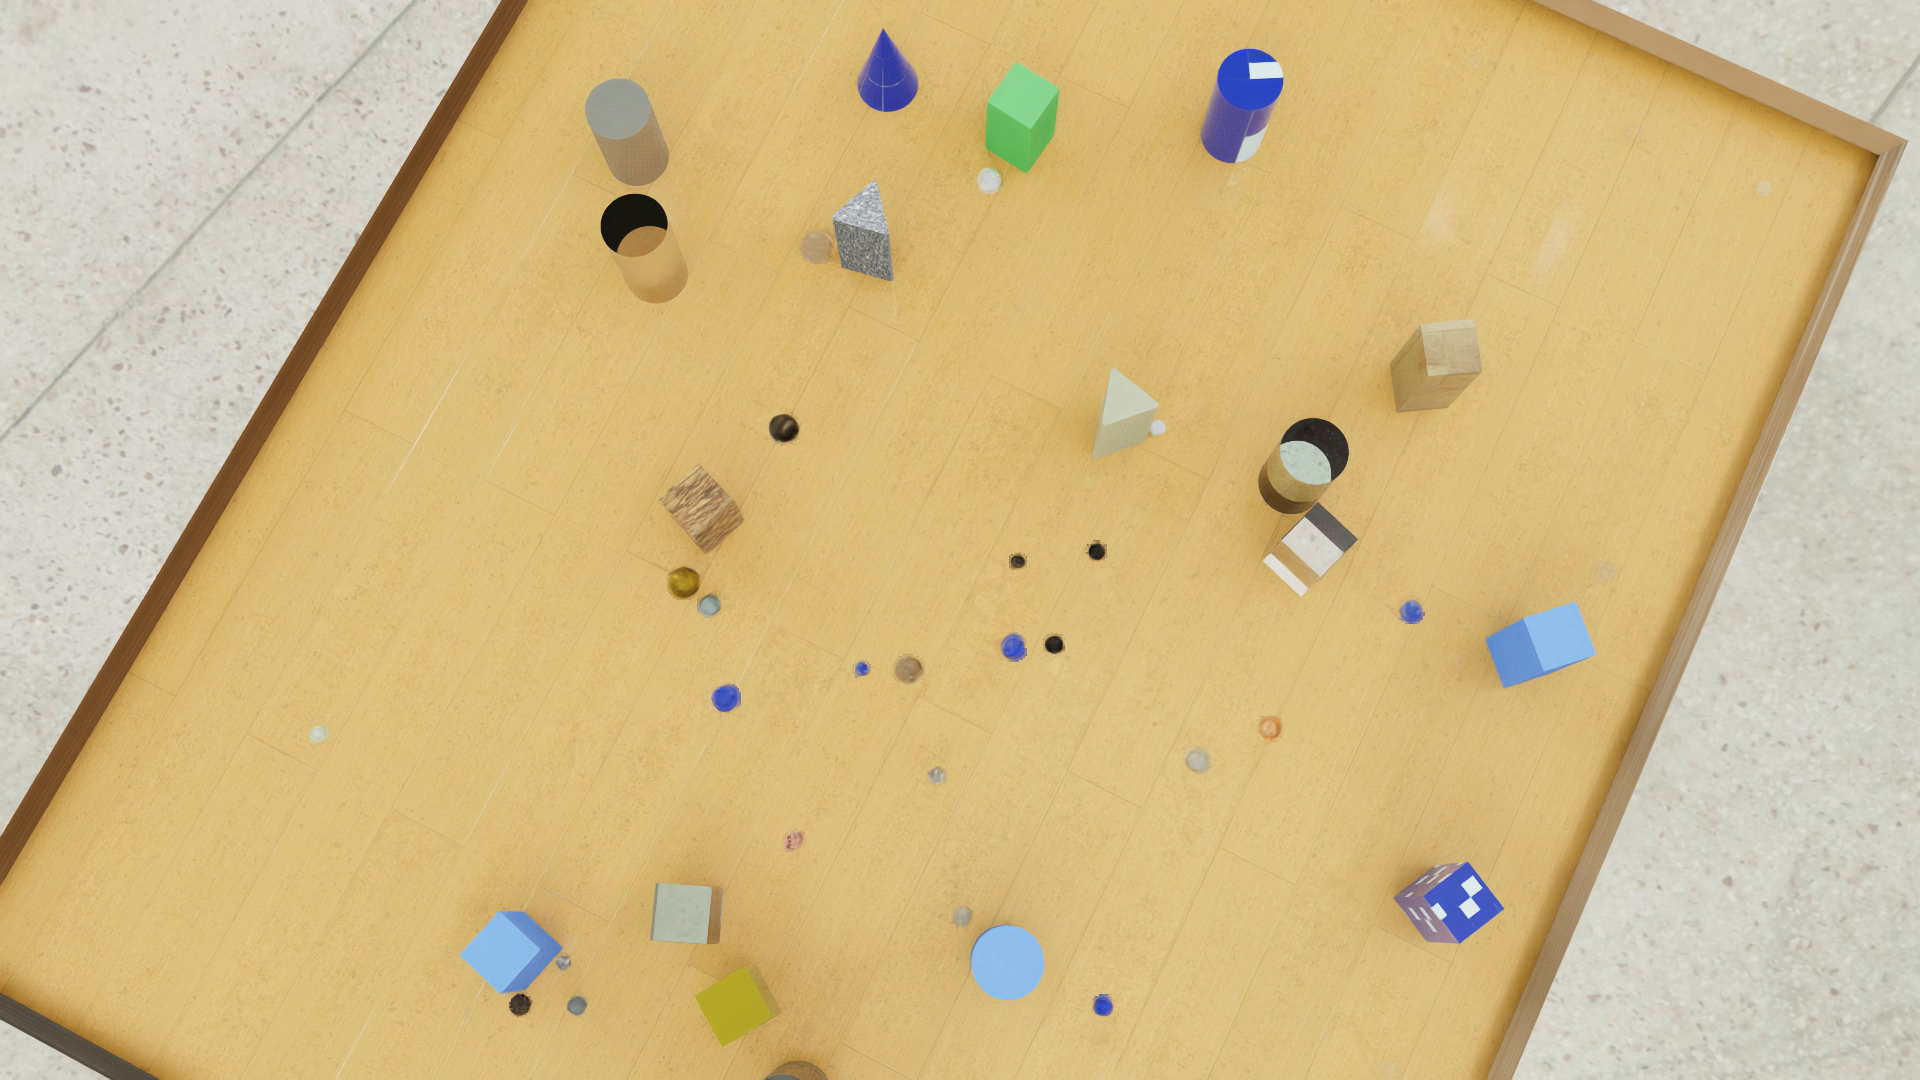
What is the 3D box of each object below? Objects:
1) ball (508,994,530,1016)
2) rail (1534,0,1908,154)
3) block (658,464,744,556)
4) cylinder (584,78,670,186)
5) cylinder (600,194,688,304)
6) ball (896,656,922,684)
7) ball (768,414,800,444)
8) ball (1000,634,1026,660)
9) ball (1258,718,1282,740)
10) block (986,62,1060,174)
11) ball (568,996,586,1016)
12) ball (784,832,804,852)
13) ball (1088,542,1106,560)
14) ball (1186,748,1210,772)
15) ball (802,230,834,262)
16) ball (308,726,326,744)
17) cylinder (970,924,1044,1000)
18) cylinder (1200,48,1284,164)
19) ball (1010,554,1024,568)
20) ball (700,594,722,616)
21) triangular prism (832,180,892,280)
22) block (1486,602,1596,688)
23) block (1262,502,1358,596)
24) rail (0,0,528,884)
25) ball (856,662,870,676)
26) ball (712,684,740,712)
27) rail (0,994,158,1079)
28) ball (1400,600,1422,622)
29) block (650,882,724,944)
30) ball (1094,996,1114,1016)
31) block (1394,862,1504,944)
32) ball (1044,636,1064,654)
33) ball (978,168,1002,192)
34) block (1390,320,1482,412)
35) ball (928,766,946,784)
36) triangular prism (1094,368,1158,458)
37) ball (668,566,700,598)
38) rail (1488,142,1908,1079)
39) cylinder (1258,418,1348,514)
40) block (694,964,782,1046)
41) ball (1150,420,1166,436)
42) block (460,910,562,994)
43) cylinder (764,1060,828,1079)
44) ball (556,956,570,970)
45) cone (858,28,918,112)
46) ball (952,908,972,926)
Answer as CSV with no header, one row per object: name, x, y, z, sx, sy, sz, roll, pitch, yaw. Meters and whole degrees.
ball,-1.274,1.346,5.306,0.062,0.062,0.062,0,78,0
rail,1.093,-2.135,5.992,4.183,0.129,0.045,26,80,5
block,-0.772,-0.089,5.501,0.159,0.264,0.159,-43,81,-8
cylinder,-1.031,-1.263,5.696,0.199,0.356,0.199,0,78,0
cylinder,-0.958,-0.883,5.588,0.199,0.414,0.199,0,78,0
ball,-0.153,0.391,5.494,0.082,0.082,0.082,0,78,0
ball,-0.542,-0.344,5.641,0.093,0.093,0.093,0,78,0
ball,0.160,0.323,5.511,0.076,0.076,0.076,0,78,0
ball,0.924,0.563,5.465,0.068,0.068,0.068,0,78,0
block,0.192,-1.313,5.715,0.159,0.340,0.159,33,80,6
ball,-1.110,1.349,5.309,0.055,0.055,0.055,0,78,0
ball,-0.489,0.888,5.403,0.059,0.059,0.059,0,78,0
ball,0.417,0.036,5.582,0.054,0.054,0.054,0,78,0
ball,0.706,0.656,5.445,0.069,0.069,0.069,0,78,0
ball,-0.447,-0.921,5.757,0.099,0.099,0.099,0,78,0
ball,-1.918,0.581,5.469,0.053,0.053,0.053,0,78,0
cylinder,0.130,1.187,5.168,0.199,0.397,0.199,0,78,0
cylinder,0.872,-1.343,5.693,0.199,0.396,0.199,0,78,0
ball,0.176,0.067,5.581,0.043,0.043,0.043,0,78,0
ball,-0.756,0.197,5.542,0.066,0.066,0.066,0,78,0
triangular prism,-0.273,-0.954,5.607,0.172,0.405,0.149,17,79,3
block,1.691,0.311,5.355,0.159,0.386,0.159,-17,79,-3
block,1.038,0.031,5.447,0.159,0.319,0.159,44,82,8
rail,-1.850,-0.899,5.736,0.045,0.129,4.937,26,80,5
ball,-0.294,0.390,5.514,0.043,0.043,0.043,0,78,0
ball,-0.701,0.474,5.476,0.082,0.082,0.082,0,78,0
rail,-1.093,2.148,5.105,4.183,0.129,0.045,26,80,5
ball,1.364,0.215,5.538,0.067,0.067,0.067,0,78,0
block,-0.780,1.072,5.257,0.159,0.270,0.159,4,78,1
ball,0.416,1.352,5.308,0.057,0.057,0.057,0,78,0
block,1.387,1.034,5.219,0.159,0.360,0.159,-35,80,-7
ball,0.284,0.315,5.522,0.057,0.057,0.057,0,78,0
ball,0.093,-1.144,5.815,0.075,0.075,0.075,0,78,0
block,1.430,-0.521,5.523,0.159,0.394,0.159,-5,78,-1
ball,-0.070,0.699,5.446,0.052,0.052,0.052,0,78,0
triangular prism,0.469,-0.390,5.496,0.172,0.394,0.149,-19,79,-4
ball,-0.834,0.128,5.542,0.095,0.095,0.095,0,78,0
rail,1.850,0.912,5.361,0.045,0.129,4.937,26,80,5
cylinder,1.019,-0.216,5.461,0.199,0.393,0.199,0,78,0
block,-0.626,1.318,5.199,0.159,0.283,0.159,-30,80,-6
ball,0.609,-0.345,5.662,0.051,0.051,0.051,0,78,0
block,-1.275,1.172,5.222,0.159,0.297,0.159,41,81,8
cylinder,-0.468,1.554,5.047,0.199,0.486,0.199,0,78,0
ball,-1.156,1.233,5.340,0.043,0.043,0.043,0,78,0
cone,-0.233,-1.514,5.737,0.199,0.377,0.199,0,78,0
ball,0.005,1.102,5.361,0.054,0.054,0.054,0,78,0
